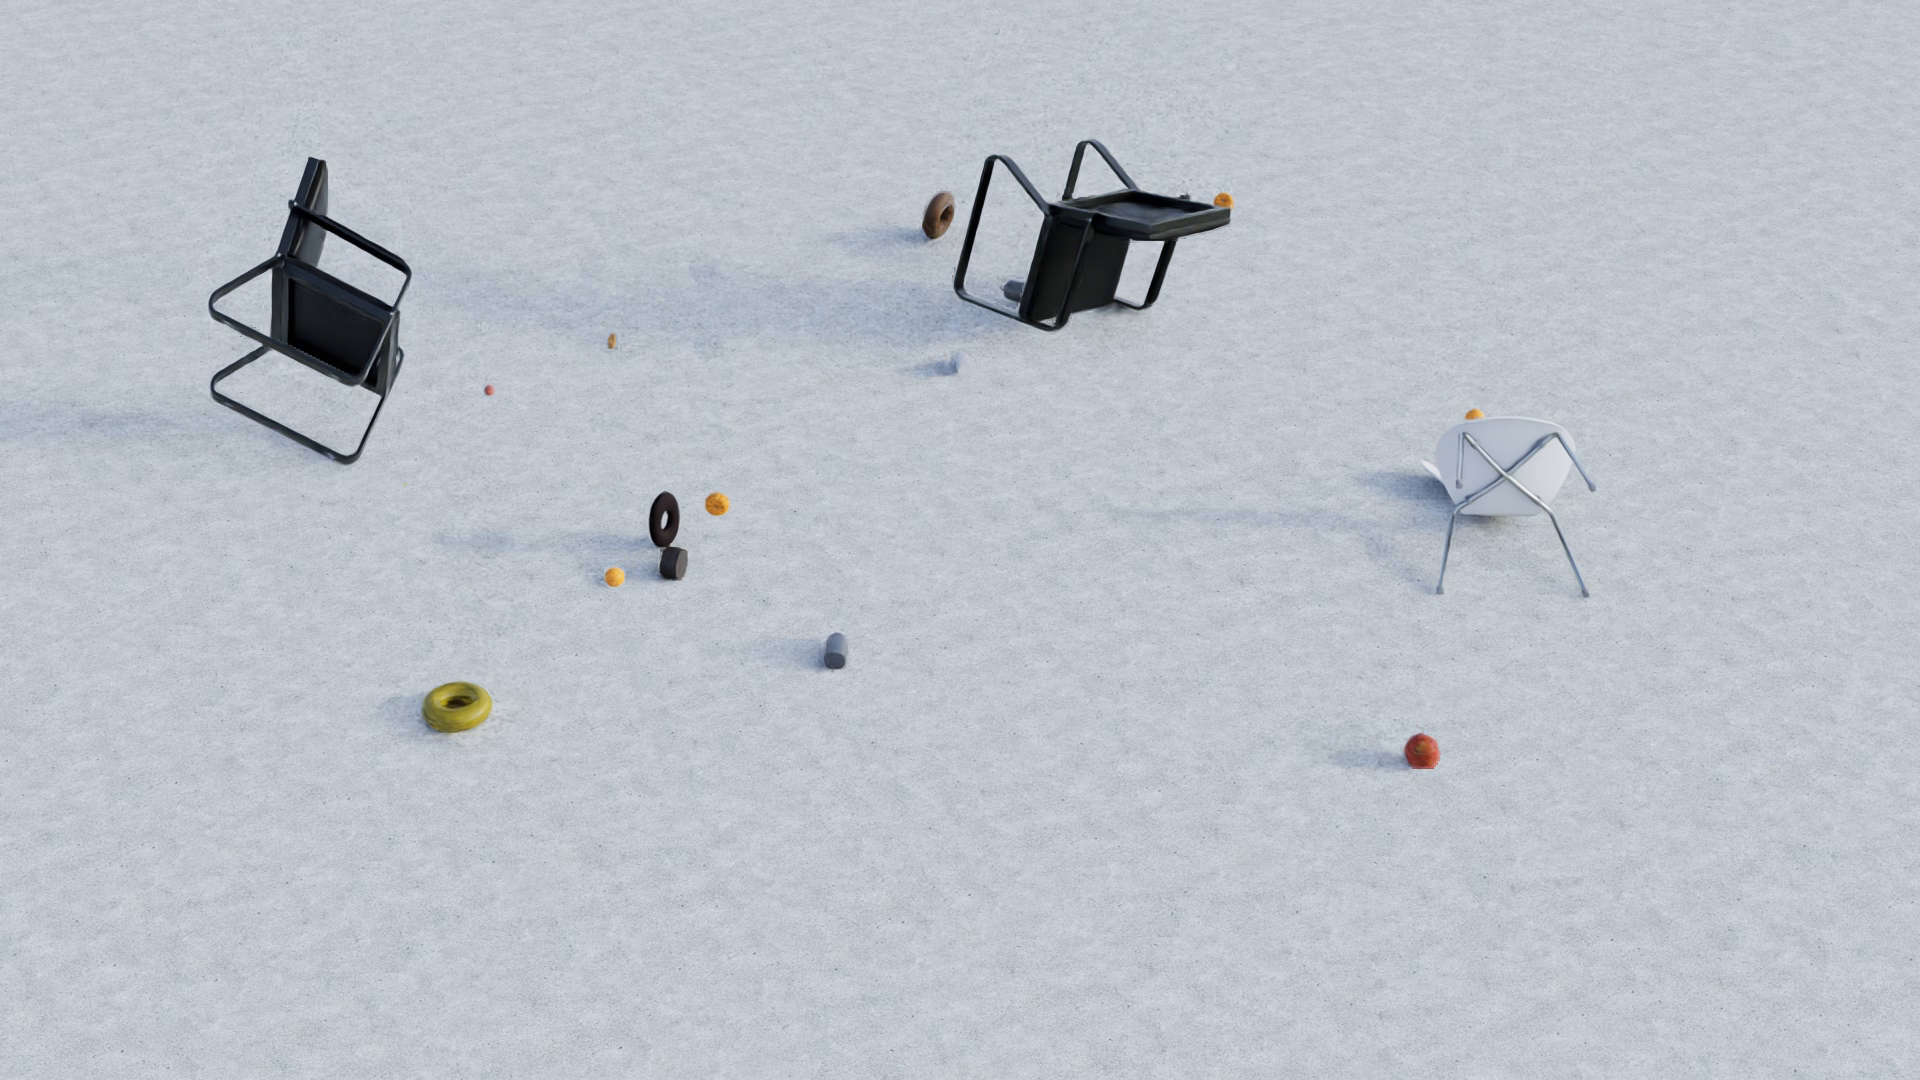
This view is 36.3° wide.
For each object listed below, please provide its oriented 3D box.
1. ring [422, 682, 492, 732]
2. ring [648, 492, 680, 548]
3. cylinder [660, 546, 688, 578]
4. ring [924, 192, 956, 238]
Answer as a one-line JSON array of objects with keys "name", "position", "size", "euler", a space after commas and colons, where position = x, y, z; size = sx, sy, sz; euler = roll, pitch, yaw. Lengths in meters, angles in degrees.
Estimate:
[{"name": "ring", "position": [-1.718, 0.568, 10.011], "size": [0.240, 0.080, 0.242], "euler": [22, 39, 31]}, {"name": "ring", "position": [-1.090, -0.075, 10.810], "size": [0.040, 0.285, 0.152], "euler": [29, 57, 24]}, {"name": "cylinder", "position": [-1.045, 0.081, 10.719], "size": [0.063, 0.113, 0.111], "euler": [11, 41, 16]}, {"name": "ring", "position": [-0.092, -1.431, 12.923], "size": [0.071, 0.214, 0.215], "euler": [24, 1, 20]}]
